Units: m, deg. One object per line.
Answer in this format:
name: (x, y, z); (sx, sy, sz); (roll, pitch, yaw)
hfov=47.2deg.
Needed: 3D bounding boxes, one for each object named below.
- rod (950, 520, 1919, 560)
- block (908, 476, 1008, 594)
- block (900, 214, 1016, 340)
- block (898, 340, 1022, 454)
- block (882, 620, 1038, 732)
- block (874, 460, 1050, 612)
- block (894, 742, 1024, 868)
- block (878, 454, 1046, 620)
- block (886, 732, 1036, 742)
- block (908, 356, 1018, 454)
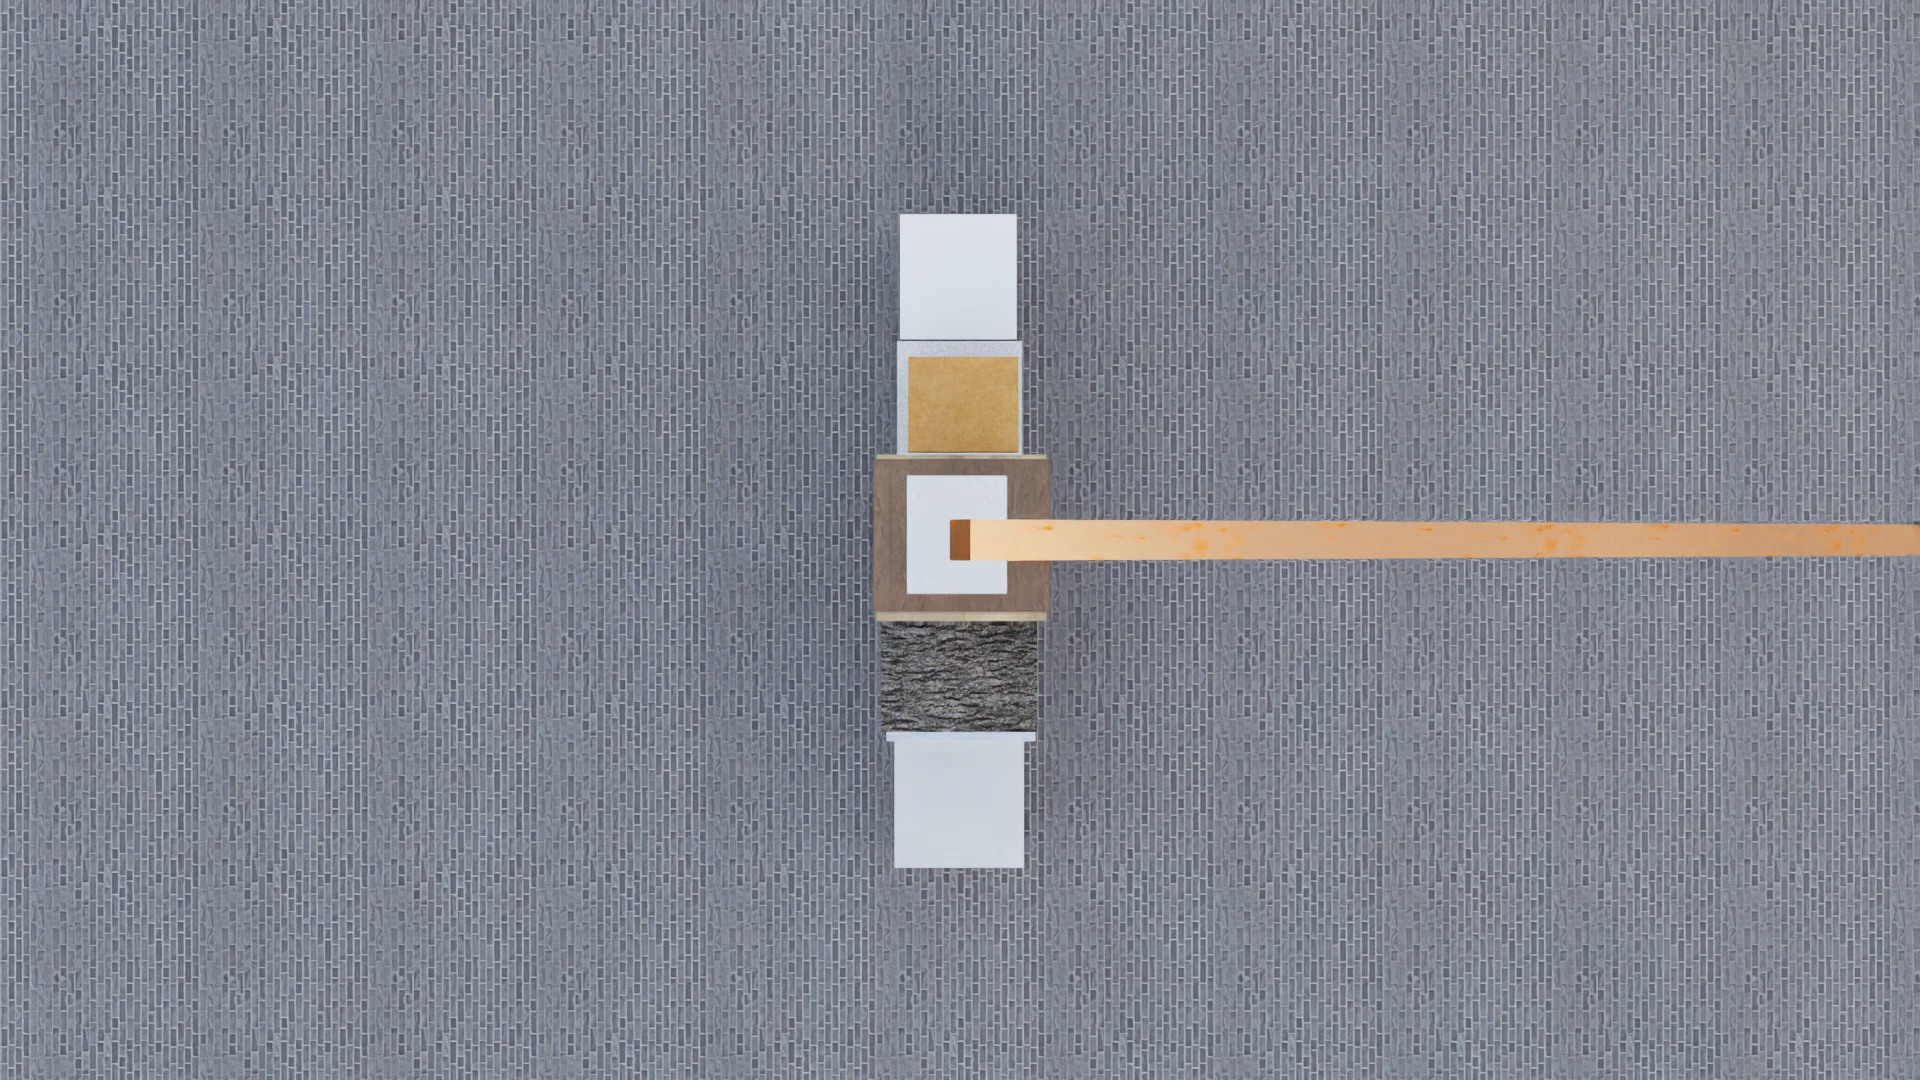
rod: (2.234, 0.000, 5.610); (5.200, 0.080, 0.080); (0, 90, -31)
block: (-0.011, -0.020, 8.689); (0.385, 0.443, 0.454); (0, 90, 0)
block: (-0.009, -1.473, 12.655); (0.652, 0.690, 0.700); (0, 90, 0)
block: (-0.002, -0.772, 12.649); (0.698, 0.703, 0.682); (0, 90, 0)
block: (-0.004, 0.583, 11.716); (0.803, 0.813, 0.806); (0, 90, 0)
block: (0.007, -0.016, 9.206); (0.716, 0.590, 0.621); (0, 90, 0)
block: (-0.004, 1.471, 12.615); (0.722, 0.769, 0.705); (0, 90, 0)
block: (0.008, -0.007, 10.318); (0.762, 0.805, 0.750); (0, 90, 0)
block: (0.005, 0.704, 12.561); (0.822, 0.878, 0.811); (0, 90, 0)
block: (0.018, -0.731, 12.061); (0.594, 0.473, 0.511); (0, 90, 0)
